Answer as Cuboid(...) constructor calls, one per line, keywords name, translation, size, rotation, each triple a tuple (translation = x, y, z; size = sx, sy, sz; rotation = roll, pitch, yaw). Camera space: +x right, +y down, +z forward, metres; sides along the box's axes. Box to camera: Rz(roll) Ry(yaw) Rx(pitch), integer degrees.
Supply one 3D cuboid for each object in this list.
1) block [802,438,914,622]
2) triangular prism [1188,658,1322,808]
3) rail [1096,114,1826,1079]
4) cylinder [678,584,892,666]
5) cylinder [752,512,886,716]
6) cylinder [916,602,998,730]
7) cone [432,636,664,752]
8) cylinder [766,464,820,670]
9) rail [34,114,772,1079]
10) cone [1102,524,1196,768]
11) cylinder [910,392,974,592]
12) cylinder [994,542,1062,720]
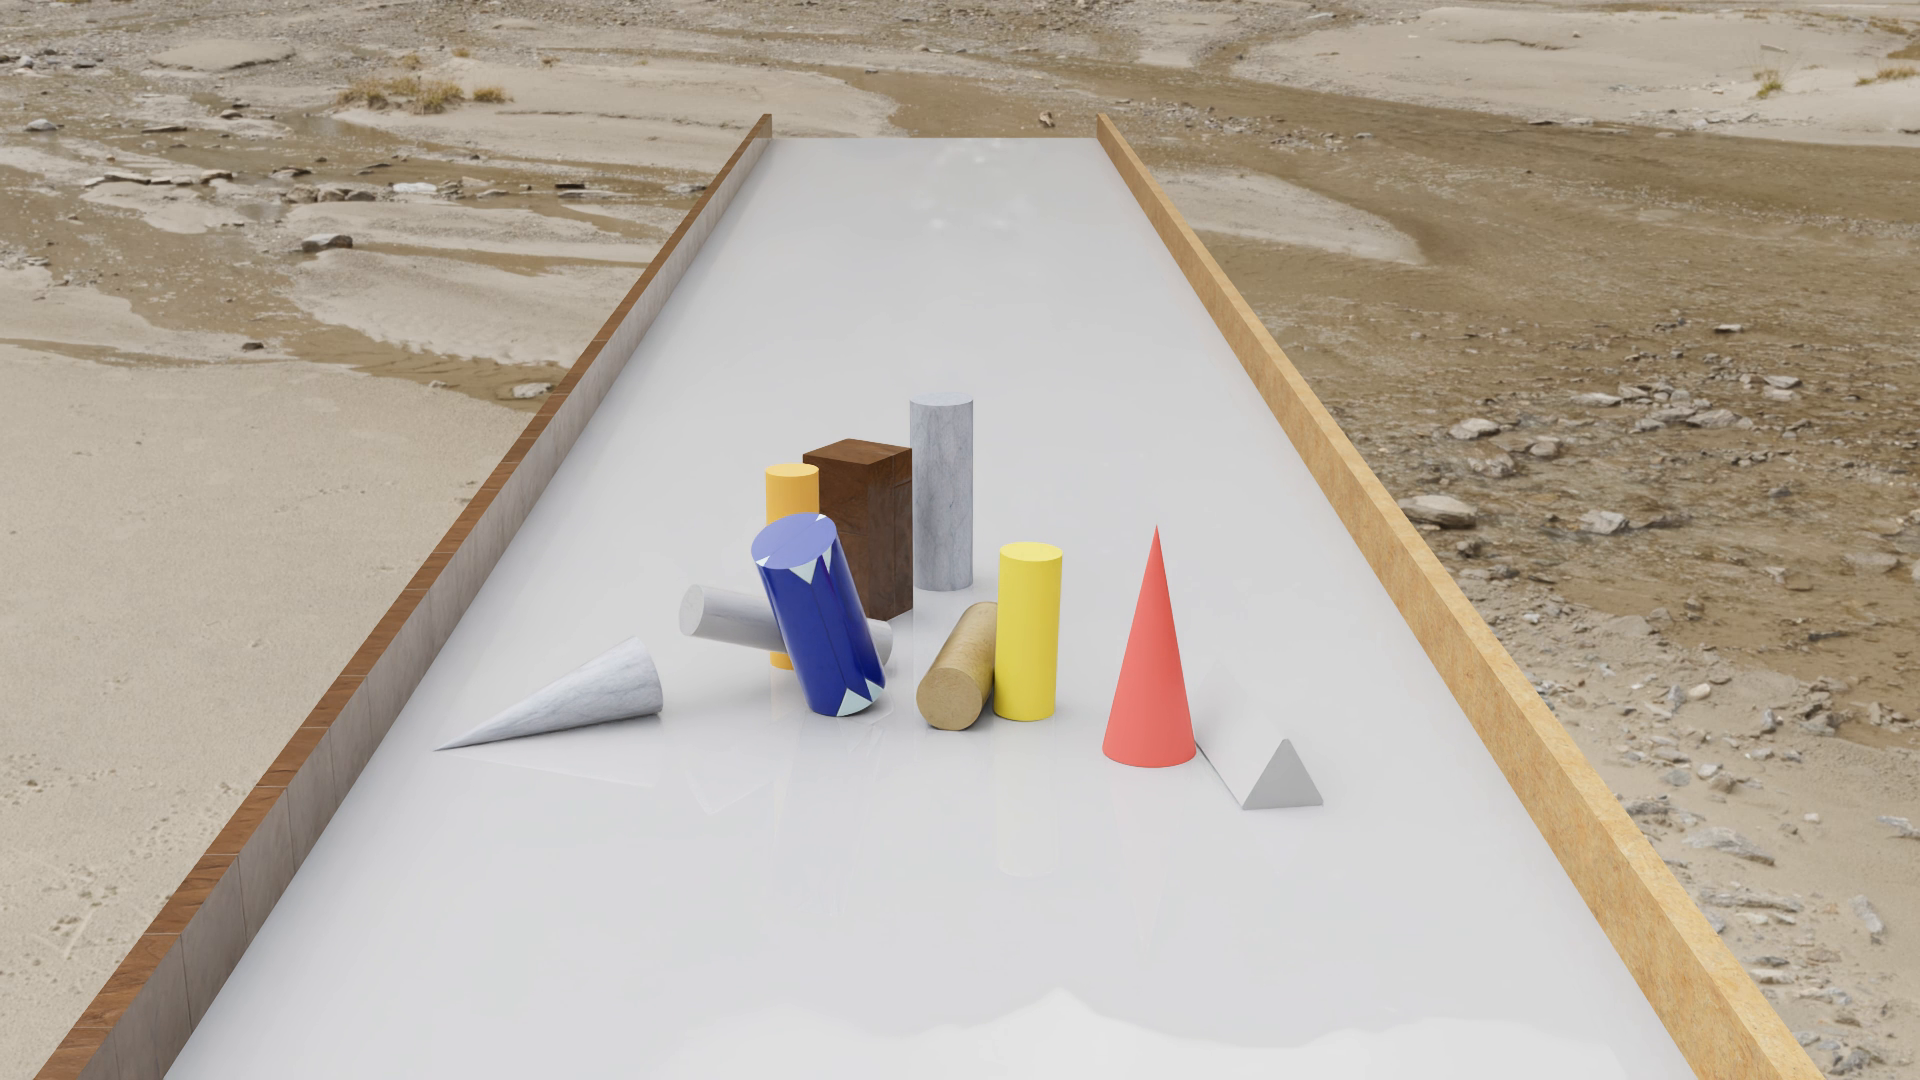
Cuboid(name="block", translation=(-0.215, -0.016, 4.657), size=(0.165, 0.355, 0.165), rotation=(10, 19, 31))
Cuboid(name="triangular prism", translation=(0.512, 0.332, 3.886), size=(0.141, 0.122, 0.414), rotation=(-3, 17, -9))
Cuboid(name="rail", translation=(0.932, -0.844, 7.801), size=(0.050, 0.150, 12.000), rotation=(0, 17, -1))
Cuboid(name="cylinder", translation=(-0.332, 0.171, 4.245), size=(0.418, 0.100, 0.100), rotation=(13, 8, -32))
Cuboid(name="cylinder", translation=(-0.258, 0.140, 4.064), size=(0.160, 0.361, 0.160), rotation=(-10, 37, 8))
Cuboid(name="cylinder", translation=(0.019, 0.237, 4.215), size=(0.123, 0.123, 0.397), rotation=(3, 17, 11))
Cuboid(name="cone", translation=(-0.770, 0.316, 4.034), size=(0.422, 0.151, 0.151), rotation=(-20, 23, -24))
Cuboid(name="cylinder", translation=(-0.328, 0.053, 4.353), size=(0.104, 0.397, 0.104), rotation=(0, 17, 0))
Cuboid(name="rail", translation=(-1.118, -0.838, 7.780), size=(0.050, 0.150, 12.000), rotation=(0, 17, -1))
Cuboid(name="cone", translation=(0.342, 0.174, 3.897), size=(0.170, 0.424, 0.170), rotation=(0, 16, 0))
Cuboid(name="cylinder", translation=(-0.040, -0.107, 4.850), size=(0.138, 0.420, 0.138), rotation=(0, 17, 0))
Cuboid(name="cylinder", translation=(0.126, 0.170, 4.098), size=(0.116, 0.313, 0.116), rotation=(2, 18, -1))
